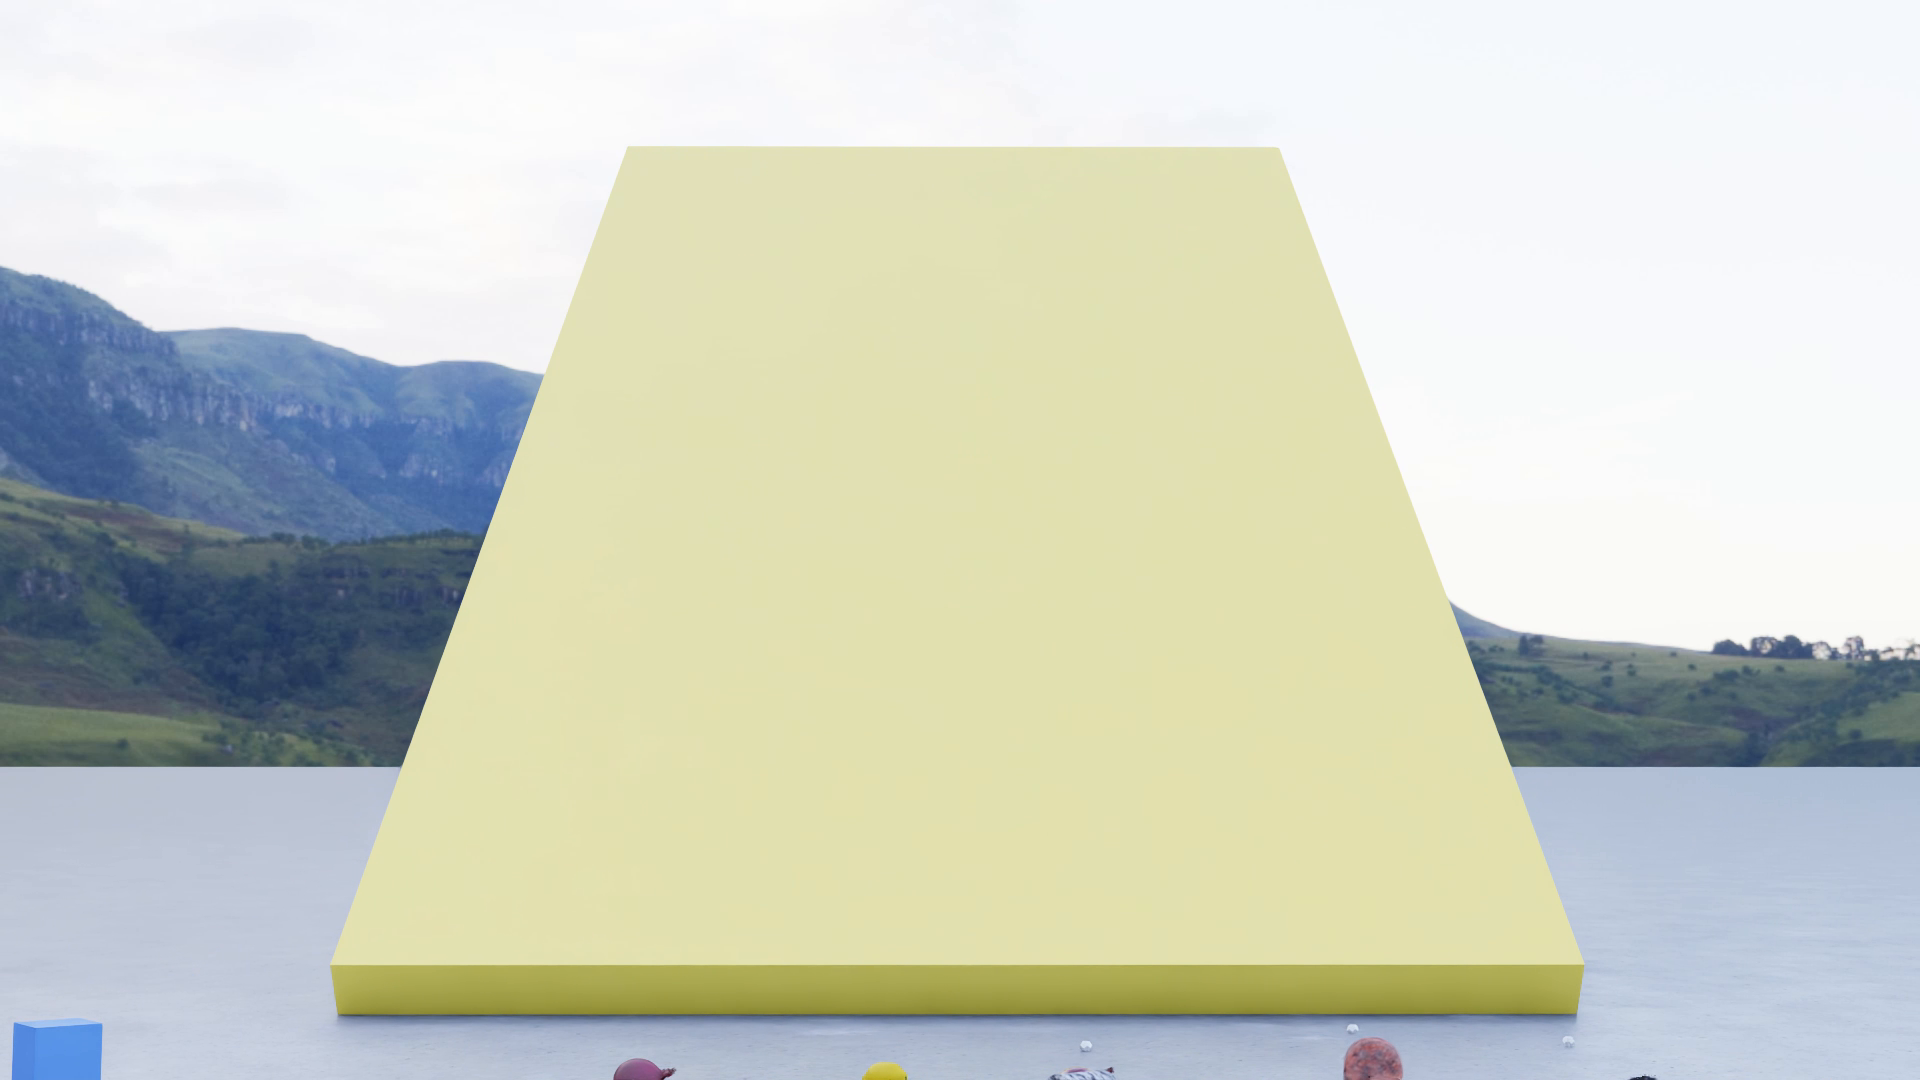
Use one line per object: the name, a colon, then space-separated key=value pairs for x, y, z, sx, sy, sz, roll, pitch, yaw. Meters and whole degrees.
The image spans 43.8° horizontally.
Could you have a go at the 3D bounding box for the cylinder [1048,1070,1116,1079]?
cylinder: x=0.134 y=0.621 z=2.638 sx=0.065 sy=0.065 sz=0.065 roll=4 pitch=-7 yaw=-36

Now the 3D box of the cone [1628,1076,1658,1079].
cone: x=0.725 y=0.617 z=2.476 sx=0.093 sy=0.093 sz=0.093 roll=-6 pitch=-35 yaw=47

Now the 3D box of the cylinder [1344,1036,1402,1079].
cylinder: x=0.500 y=0.641 z=2.894 sx=0.070 sy=0.070 sz=0.070 roll=-1 pitch=-5 yaw=9

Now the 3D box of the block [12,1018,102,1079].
block: x=-1.125 y=0.643 z=2.975 sx=0.082 sy=0.082 sz=0.082 roll=4 pitch=-7 yaw=-39

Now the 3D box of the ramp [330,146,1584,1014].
ramp: x=-0.011 y=-0.222 z=5.594 sx=2.000 sy=0.100 sz=4.000 roll=0 pitch=28 yaw=0
